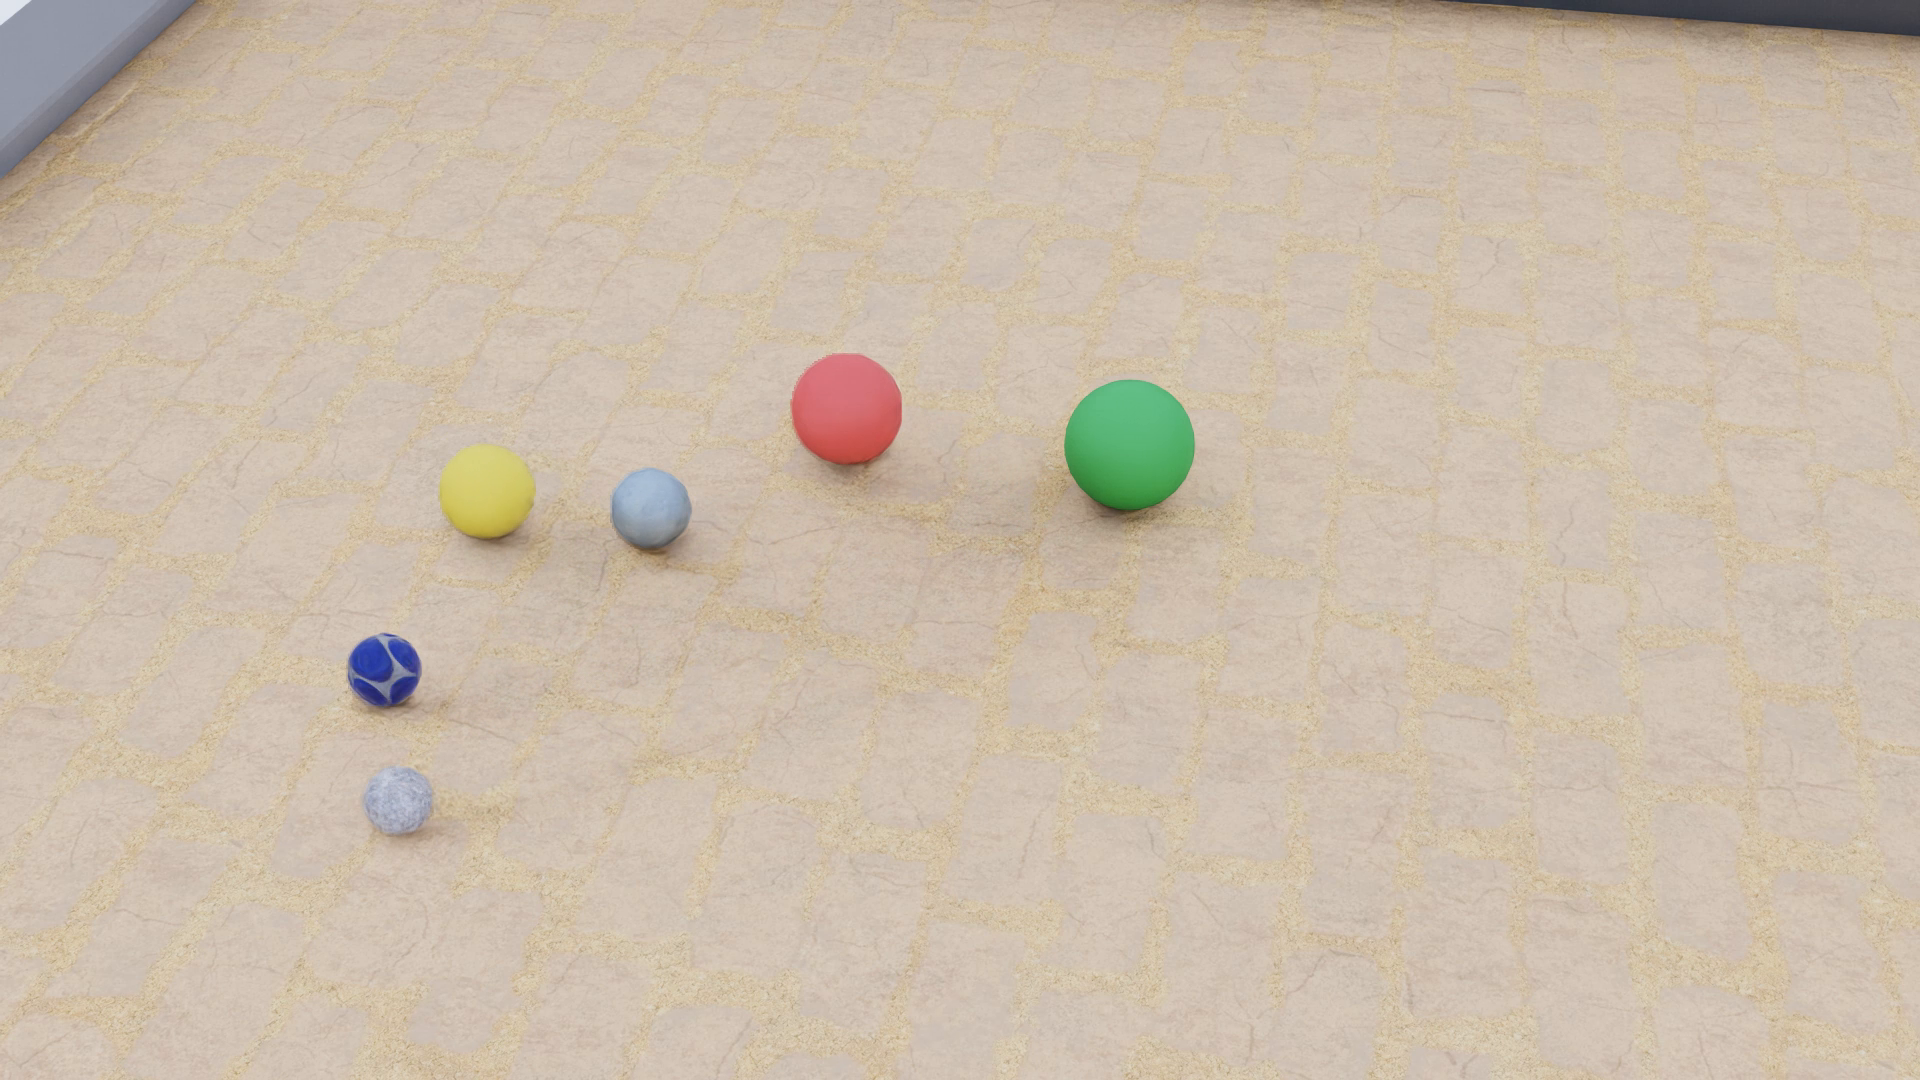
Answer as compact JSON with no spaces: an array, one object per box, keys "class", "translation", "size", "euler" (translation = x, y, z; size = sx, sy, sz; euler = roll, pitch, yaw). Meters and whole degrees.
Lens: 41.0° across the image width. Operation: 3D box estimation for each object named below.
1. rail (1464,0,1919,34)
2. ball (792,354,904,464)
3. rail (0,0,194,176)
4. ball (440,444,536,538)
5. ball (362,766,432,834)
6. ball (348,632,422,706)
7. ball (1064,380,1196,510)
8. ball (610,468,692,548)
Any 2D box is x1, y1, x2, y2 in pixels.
[{"class":"rail","translation":[1.181,-0.536,2.547],"size":[3.965,0.126,0.045],"euler":[6,35,9]},{"class":"ball","translation":[-0.086,-0.100,1.959],"size":[0.085,0.085,0.085],"euler":[0,35,0]},{"class":"rail","translation":[-0.950,-0.129,1.962],"size":[0.045,0.126,2.250],"euler":[6,35,9]},{"class":"ball","translation":[-0.346,-0.036,1.881],"size":[0.069,0.069,0.069],"euler":[0,35,0]},{"class":"ball","translation":[-0.354,0.164,1.616],"size":[0.043,0.043,0.043],"euler":[0,35,0]},{"class":"ball","translation":[-0.386,0.087,1.722],"size":[0.049,0.049,0.049],"euler":[0,35,0]},{"class":"ball","translation":[0.126,-0.071,1.906],"size":[0.097,0.097,0.097],"euler":[0,35,0]},{"class":"ball","translation":[-0.225,-0.023,1.871],"size":[0.058,0.058,0.058],"euler":[0,35,0]}]
